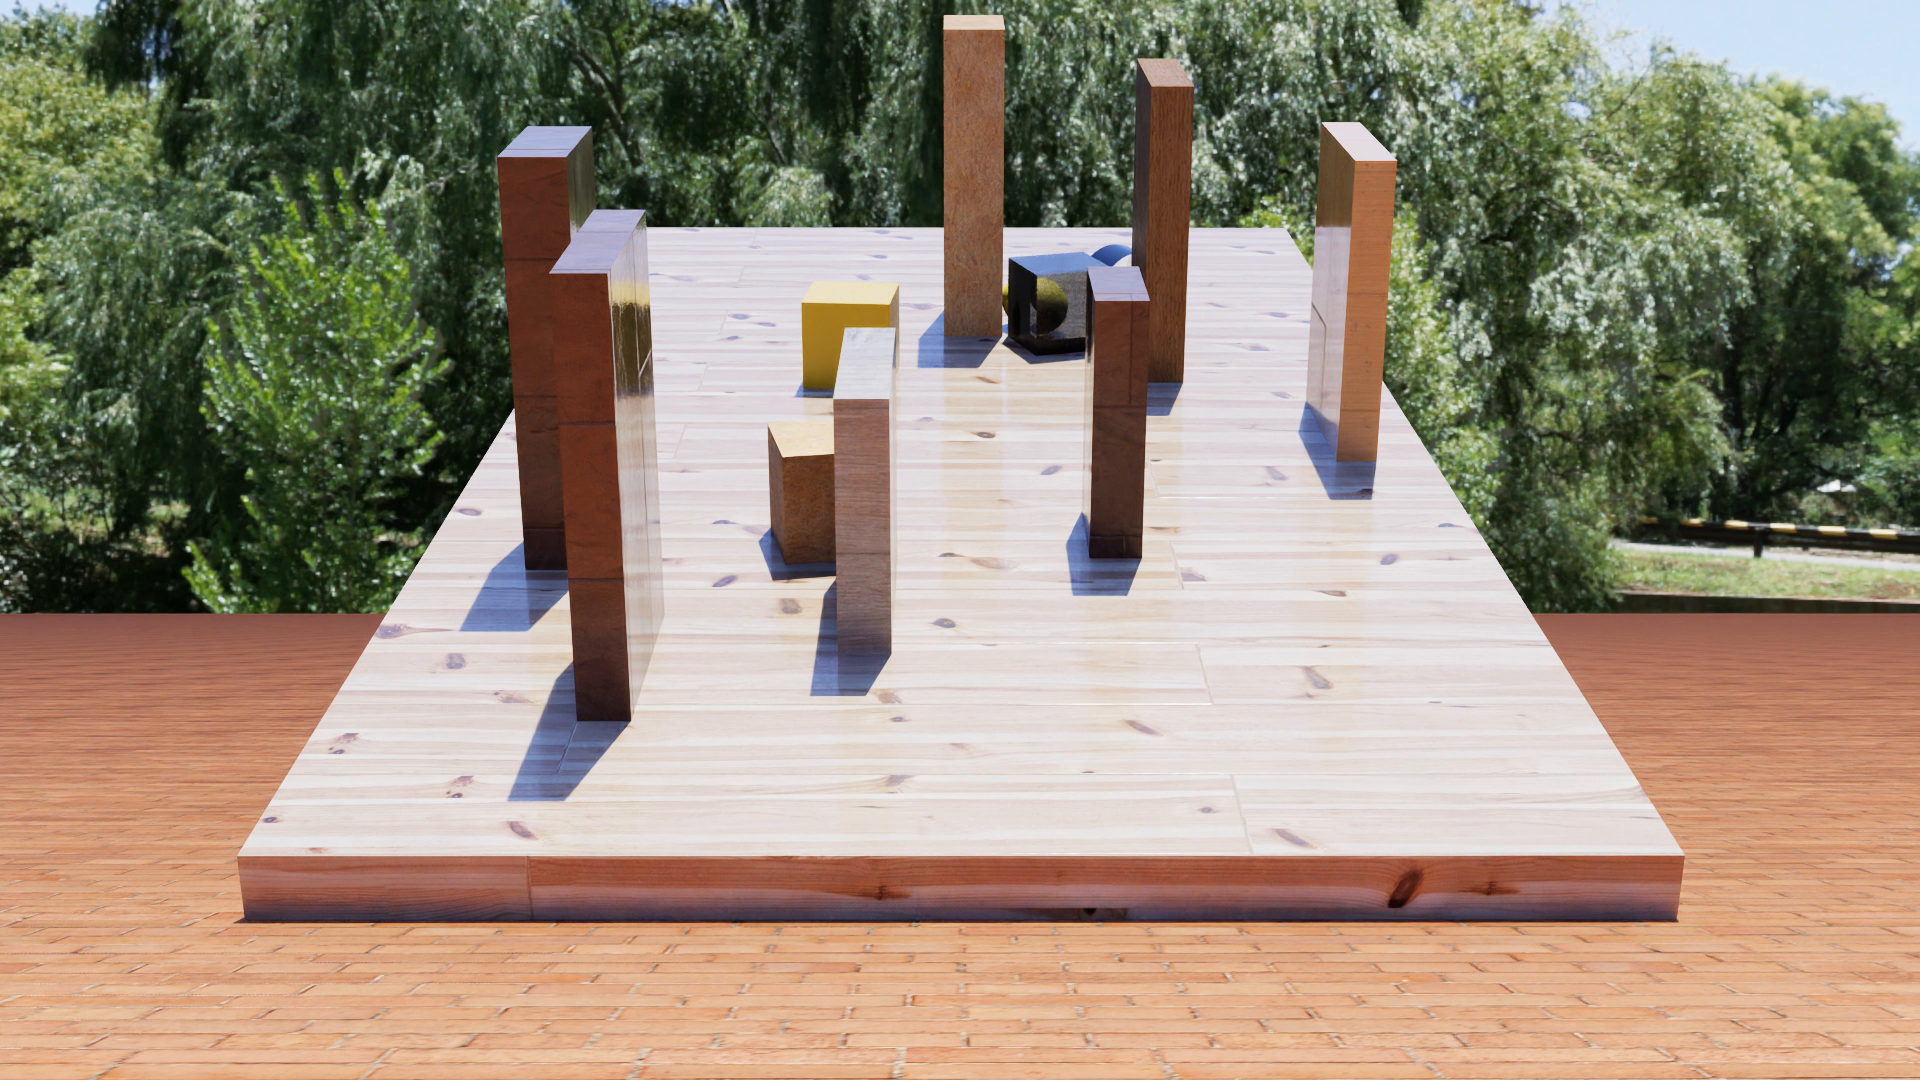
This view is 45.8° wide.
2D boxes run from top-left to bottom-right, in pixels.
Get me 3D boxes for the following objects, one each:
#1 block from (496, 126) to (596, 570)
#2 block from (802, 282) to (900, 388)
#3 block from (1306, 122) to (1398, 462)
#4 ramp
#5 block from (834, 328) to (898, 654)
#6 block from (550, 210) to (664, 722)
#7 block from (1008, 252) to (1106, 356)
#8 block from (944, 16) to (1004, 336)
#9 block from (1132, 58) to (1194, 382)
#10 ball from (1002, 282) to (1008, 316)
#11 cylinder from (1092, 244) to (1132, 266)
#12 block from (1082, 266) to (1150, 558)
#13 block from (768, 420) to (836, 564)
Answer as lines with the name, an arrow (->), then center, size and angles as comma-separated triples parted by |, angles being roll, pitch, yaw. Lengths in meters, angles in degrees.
block -> -0.738, -0.353, 4.174 | 0.119, 0.761, 0.300 | 0, 20, 0
block -> -0.254, -0.481, 5.327 | 0.204, 0.204, 0.204 | 2, 20, 4
block -> 0.833, -0.539, 4.867 | 0.084, 0.635, 0.444 | 0, 20, 0
ramp -> -0.005, -0.209, 5.029 | 2.000, 0.100, 4.000 | 0, 20, 0
block -> -0.160, -0.094, 3.930 | 0.090, 0.445, 0.442 | 0, 20, 0
block -> -0.556, -0.129, 3.631 | 0.085, 0.715, 0.441 | 0, 20, 0
block -> 0.248, -0.587, 5.620 | 0.201, 0.201, 0.201 | -7, 21, -18
block -> 0.033, -0.914, 5.701 | 0.147, 0.759, 0.266 | 0, 20, 0
block -> 0.476, -0.766, 5.401 | 0.096, 0.689, 0.423 | 0, 20, 0
ball -> 0.177, -0.613, 5.777 | 0.141, 0.141, 0.141 | 0, -2, 0
cylinder -> 0.432, -0.641, 5.785 | 0.190, 0.190, 0.190 | 1, 18, -26
block -> 0.290, -0.242, 4.266 | 0.098, 0.492, 0.264 | 0, 20, 0
block -> -0.241, -0.095, 4.272 | 0.210, 0.210, 0.210 | -4, 21, -11
